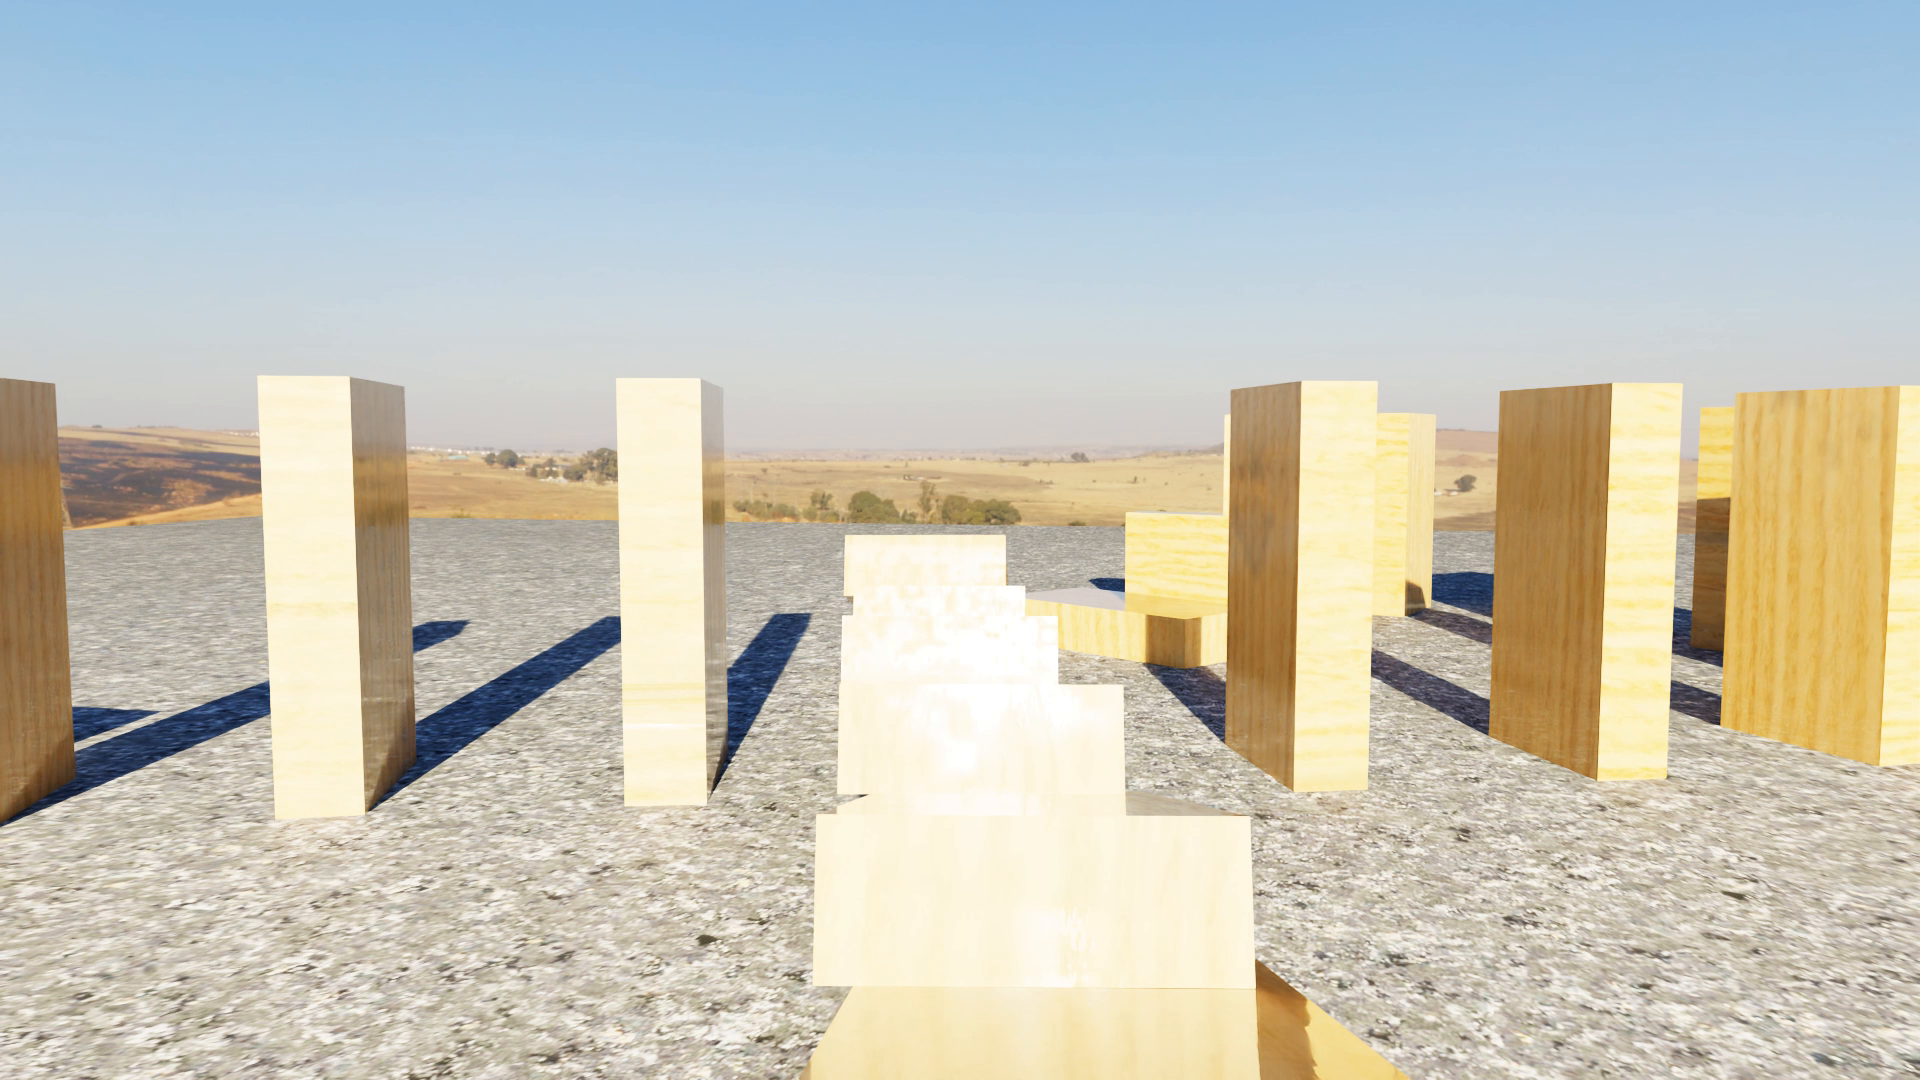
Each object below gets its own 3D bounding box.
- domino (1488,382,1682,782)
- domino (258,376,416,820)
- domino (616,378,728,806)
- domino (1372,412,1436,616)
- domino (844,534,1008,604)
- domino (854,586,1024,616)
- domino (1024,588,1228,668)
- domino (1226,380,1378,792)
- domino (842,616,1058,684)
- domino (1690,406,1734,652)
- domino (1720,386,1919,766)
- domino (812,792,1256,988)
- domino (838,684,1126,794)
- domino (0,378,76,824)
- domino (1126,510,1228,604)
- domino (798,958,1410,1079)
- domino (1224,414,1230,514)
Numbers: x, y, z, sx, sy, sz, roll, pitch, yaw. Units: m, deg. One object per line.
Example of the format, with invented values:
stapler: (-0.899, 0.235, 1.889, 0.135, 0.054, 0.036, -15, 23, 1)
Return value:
domino: (0.083, 0.005, 0.173, 0.010, 0.050, 0.025, -1, 4, -8)
domino: (-0.075, 0.006, 0.157, 0.009, 0.050, 0.025, -1, 4, -10)
domino: (-0.036, 0.005, 0.162, 0.010, 0.050, 0.025, 0, 4, -4)
domino: (0.112, -0.007, 0.327, 0.009, 0.050, 0.025, 3, 5, 34)
domino: (-0.004, 0.008, 0.224, 0.025, 0.010, 0.050, 0, -10, 3)
domino: (-0.002, 0.016, 0.212, 0.025, 0.010, 0.050, 0, -10, 1)
domino: (0.035, 0.018, 0.269, 0.025, 0.009, 0.050, -4, 6, -42)
domino: (0.044, 0.005, 0.168, 0.009, 0.050, 0.025, -1, 4, -8)
domino: (-0.001, 0.018, 0.173, 0.025, 0.009, 0.050, 0, -11, 1)
domino: (0.167, -0.003, 0.269, 0.025, 0.050, 0.009, -2, 5, -28)
domino: (0.123, 0.004, 0.181, 0.009, 0.050, 0.025, -1, 4, -16)
domino: (0.005, 0.025, 0.098, 0.025, 0.009, 0.050, 0, -9, 1)
domino: (0.002, 0.022, 0.137, 0.025, 0.010, 0.050, 0, -10, 1)
domino: (-0.114, 0.006, 0.149, 0.010, 0.050, 0.025, -1, 4, -15)
domino: (0.066, 0.006, 0.319, 0.050, 0.025, 0.010, 3, 5, 35)
domino: (0.006, 0.028, 0.058, 0.025, 0.010, 0.050, 0, -9, 1)
domino: (0.077, -0.008, 0.344, 0.009, 0.050, 0.025, 1, 4, 17)
